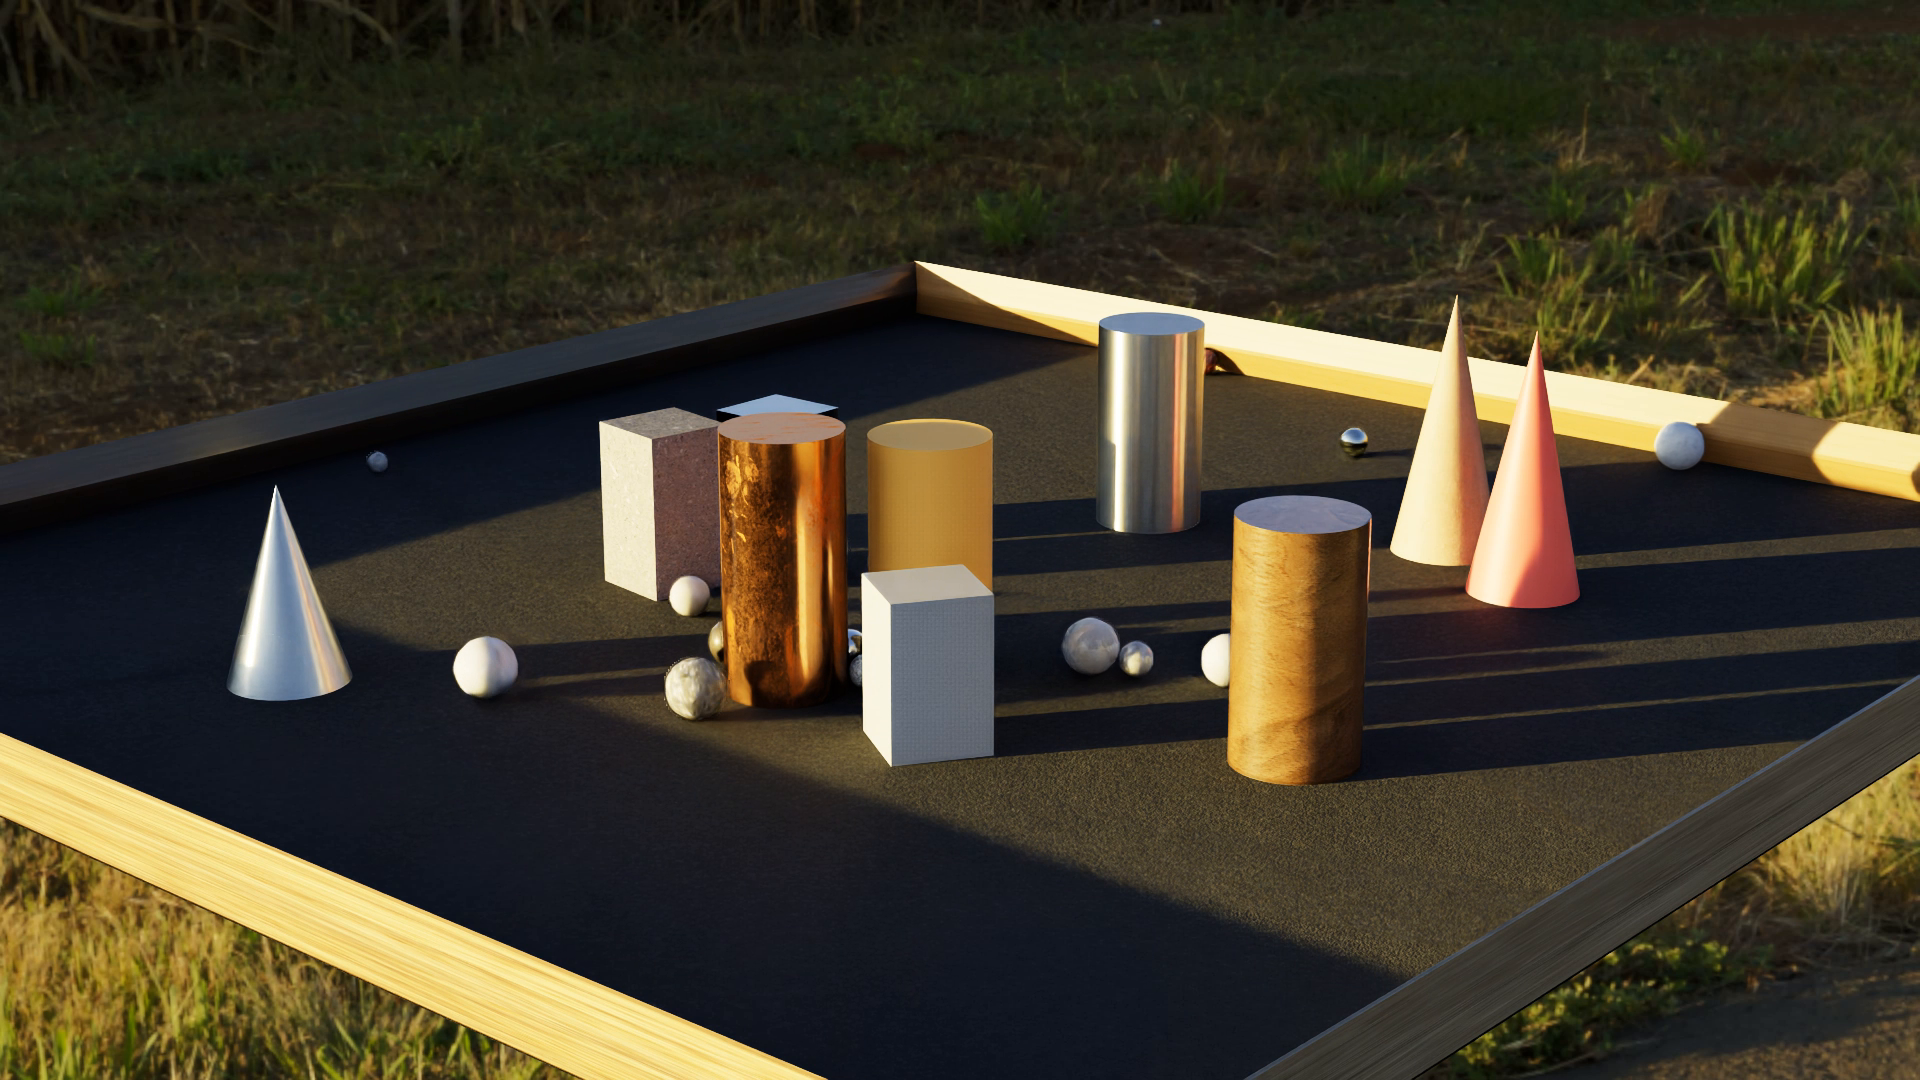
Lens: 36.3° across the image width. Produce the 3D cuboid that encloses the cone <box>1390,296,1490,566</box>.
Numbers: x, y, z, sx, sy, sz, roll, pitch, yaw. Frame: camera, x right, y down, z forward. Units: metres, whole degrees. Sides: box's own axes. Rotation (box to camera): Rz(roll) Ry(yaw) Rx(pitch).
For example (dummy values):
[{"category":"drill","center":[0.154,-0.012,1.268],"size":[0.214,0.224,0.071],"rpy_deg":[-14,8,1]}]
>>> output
[{"category":"cone","center":[0.892,-0.212,5.327],"size":[0.199,0.479,0.199],"rpy_deg":[0,17,0]}]

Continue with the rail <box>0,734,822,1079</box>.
[{"category":"rail","center":[-1.079,0.391,3.930],"size":[3.193,0.129,0.045],"rpy_deg":[14,22,39]}]

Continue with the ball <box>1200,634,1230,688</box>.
[{"category":"ball","center":[0.426,0.192,4.669],"size":[0.086,0.086,0.086],"rpy_deg":[0,17,0]}]

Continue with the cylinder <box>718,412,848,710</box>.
[{"category":"cylinder","center":[-0.277,0.031,4.611],"size":[0.199,0.428,0.199],"rpy_deg":[0,17,0]}]

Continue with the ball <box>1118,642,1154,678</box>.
[{"category":"ball","center":[0.284,0.192,4.718],"size":[0.057,0.057,0.057],"rpy_deg":[0,17,0]}]

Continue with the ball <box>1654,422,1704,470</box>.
[{"category":"ball","center":[1.452,-0.190,5.916],"size":[0.099,0.099,0.099],"rpy_deg":[0,17,0]}]

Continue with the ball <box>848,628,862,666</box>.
[{"category":"ball","center":[-0.179,0.177,4.749],"size":[0.067,0.067,0.067],"rpy_deg":[0,17,0]}]

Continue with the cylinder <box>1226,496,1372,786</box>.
[{"category":"cylinder","center":[0.497,0.146,4.308],"size":[0.199,0.382,0.199],"rpy_deg":[0,17,0]}]

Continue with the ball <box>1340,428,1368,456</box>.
[{"category":"ball","center":[0.809,-0.201,6.022],"size":[0.058,0.058,0.058],"rpy_deg":[0,17,0]}]

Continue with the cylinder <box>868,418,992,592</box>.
[{"category":"cylinder","center":[-0.048,0.024,4.688],"size":[0.199,0.397,0.199],"rpy_deg":[0,17,0]}]

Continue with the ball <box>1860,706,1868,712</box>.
[{"category":"ball","center":[1.377,0.281,4.411],"size":[0.064,0.064,0.064],"rpy_deg":[0,17,0]}]

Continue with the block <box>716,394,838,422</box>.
[{"category":"block","center":[-0.337,-0.125,5.445],"size":[0.159,0.245,0.159],"rpy_deg":[14,22,38]}]

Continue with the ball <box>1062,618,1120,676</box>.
[{"category":"ball","center":[0.210,0.172,4.726],"size":[0.092,0.092,0.092],"rpy_deg":[0,17,0]}]

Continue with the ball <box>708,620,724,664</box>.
[{"category":"ball","center":[-0.370,0.166,4.769],"size":[0.078,0.078,0.078],"rpy_deg":[0,17,0]}]

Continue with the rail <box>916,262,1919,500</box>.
[{"category":"rail","center":[1.079,-0.326,6.310],"size":[3.193,0.129,0.045],"rpy_deg":[14,22,39]}]

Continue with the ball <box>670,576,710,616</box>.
[{"category":"ball","center":[-0.462,0.096,5.015],"size":[0.069,0.069,0.069],"rpy_deg":[0,17,0]}]

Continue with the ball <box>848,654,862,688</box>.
[{"category":"ball","center":[-0.150,0.209,4.665],"size":[0.056,0.056,0.056],"rpy_deg":[0,17,0]}]

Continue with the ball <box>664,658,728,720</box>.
[{"category":"ball","center":[-0.407,0.229,4.527],"size":[0.096,0.096,0.096],"rpy_deg":[0,17,0]}]

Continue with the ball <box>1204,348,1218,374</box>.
[{"category":"ball","center":[0.556,-0.409,6.704],"size":[0.063,0.063,0.063],"rpy_deg":[0,17,0]}]

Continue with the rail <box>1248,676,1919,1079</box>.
[{"category":"rail","center":[1.188,0.330,4.132],"size":[0.045,0.129,3.339],"rpy_deg":[14,22,39]}]

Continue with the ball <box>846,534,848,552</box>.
[{"category":"ball","center":[-0.244,0.005,5.290],"size":[0.086,0.086,0.086],"rpy_deg":[0,17,0]}]

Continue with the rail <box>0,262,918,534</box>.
[{"category":"rail","center":[-1.188,-0.265,6.107],"size":[0.045,0.129,3.339],"rpy_deg":[14,22,39]}]

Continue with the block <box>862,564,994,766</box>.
[{"category":"block","center":[-0.049,0.186,4.399],"size":[0.159,0.252,0.159],"rpy_deg":[-5,17,-16]}]

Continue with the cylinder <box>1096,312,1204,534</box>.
[{"category":"cylinder","center":[0.358,-0.222,5.533],"size":[0.199,0.381,0.199],"rpy_deg":[0,17,0]}]

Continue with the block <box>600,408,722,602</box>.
[{"category":"block","center":[-0.519,-0.065,5.165],"size":[0.159,0.291,0.159],"rpy_deg":[-14,22,-38]}]

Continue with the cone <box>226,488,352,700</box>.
[{"category":"cone","center":[-1.077,0.068,4.663],"size":[0.199,0.325,0.199],"rpy_deg":[0,17,0]}]

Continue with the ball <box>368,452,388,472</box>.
[{"category":"ball","center":[-1.171,-0.156,5.903],"size":[0.041,0.041,0.041],"rpy_deg":[0,17,0]}]

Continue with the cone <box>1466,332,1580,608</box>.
[{"category":"cone","center":[0.989,-0.135,5.091],"size":[0.199,0.469,0.199],"rpy_deg":[0,17,0]}]

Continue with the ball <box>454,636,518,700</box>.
[{"category":"ball","center":[-0.746,0.202,4.613],"size":[0.099,0.099,0.099],"rpy_deg":[0,17,0]}]
